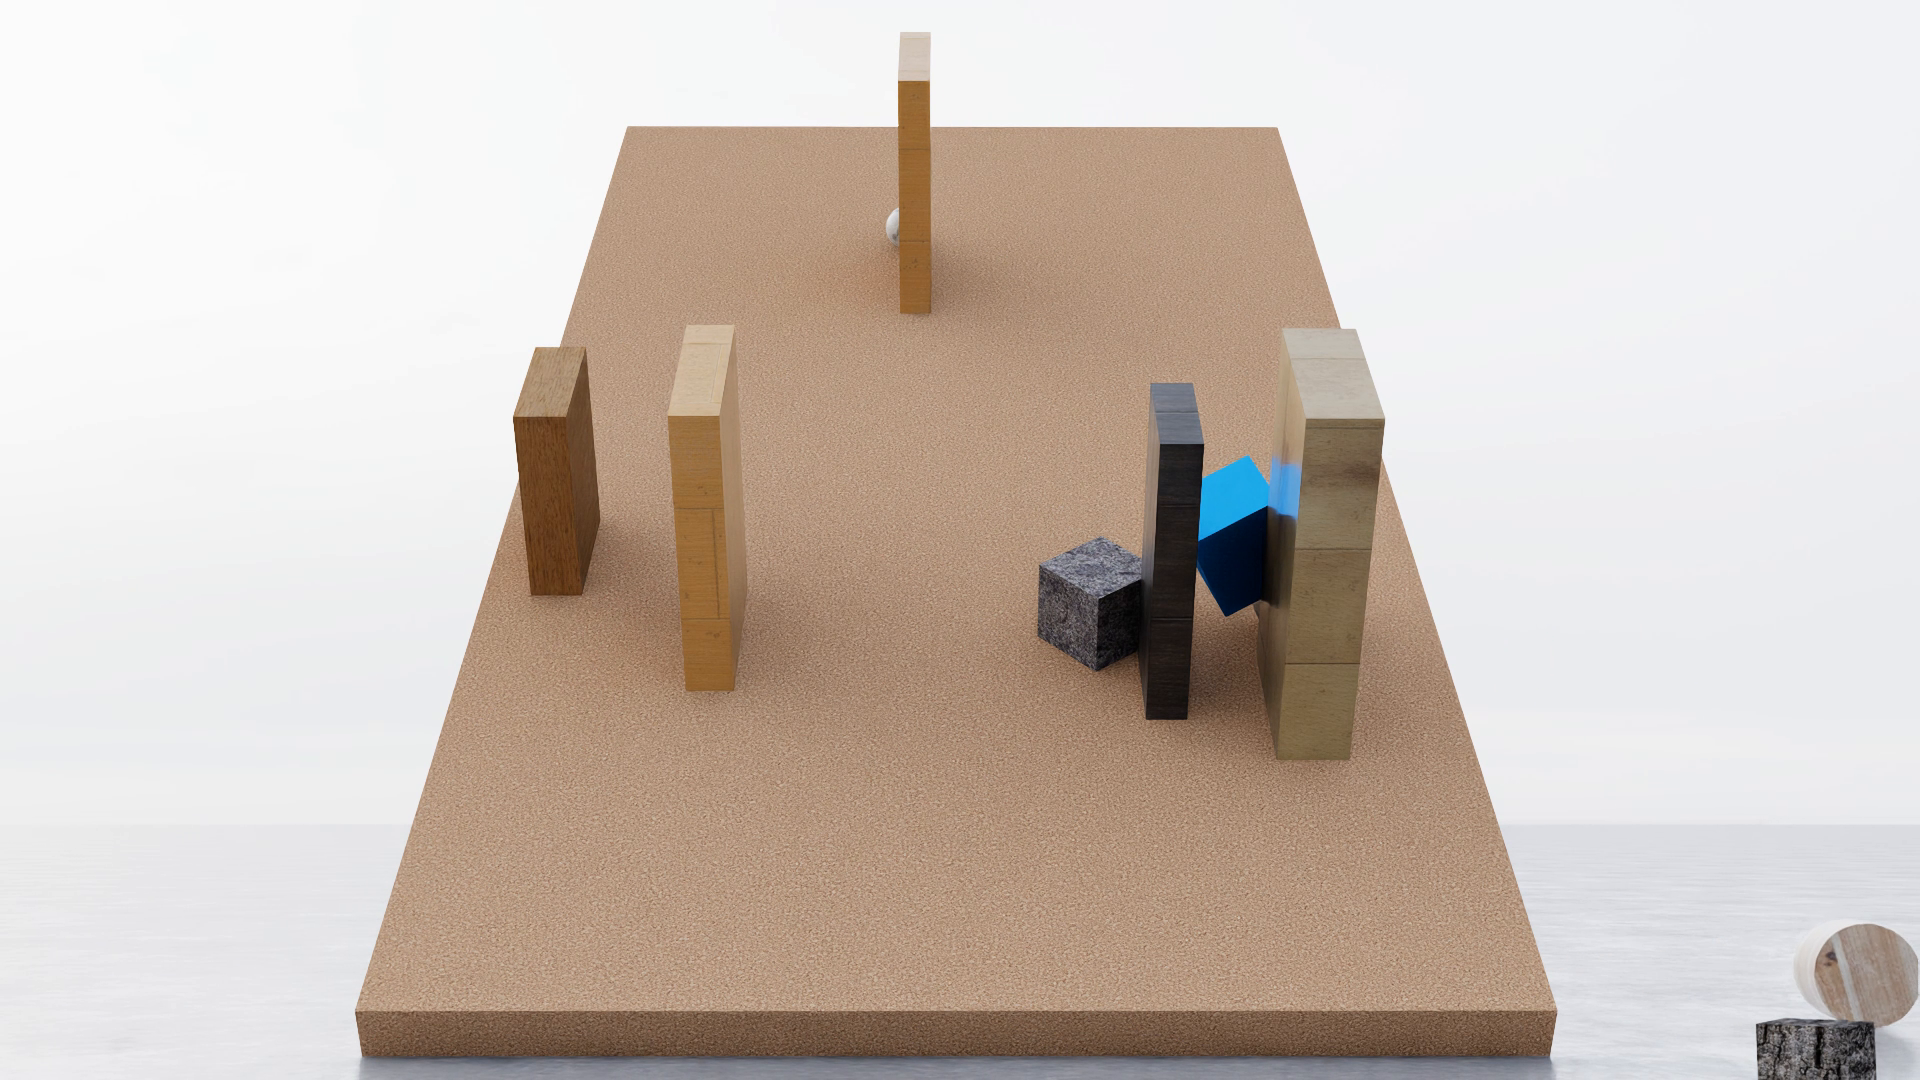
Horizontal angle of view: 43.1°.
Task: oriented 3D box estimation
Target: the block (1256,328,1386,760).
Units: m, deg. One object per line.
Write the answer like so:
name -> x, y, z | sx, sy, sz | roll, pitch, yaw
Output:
block -> 0.676, 0.011, 4.611 | 0.140, 0.739, 0.361 | 0, 31, 0

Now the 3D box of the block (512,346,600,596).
block -> -0.854, -0.148, 5.170 | 0.108, 0.428, 0.318 | 0, 31, 0

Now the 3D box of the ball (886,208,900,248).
ball -> -0.145, -0.857, 6.662 | 0.118, 0.118, 0.118 | 0, -7, 0

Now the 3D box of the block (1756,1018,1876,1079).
block -> 1.163, 0.717, 3.296 | 0.121, 0.121, 0.121 | -5, -8, 37

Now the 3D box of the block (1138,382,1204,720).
block -> 0.405, 0.026, 4.706 | 0.081, 0.615, 0.243 | 0, 31, 0

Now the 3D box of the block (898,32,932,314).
block -> -0.116, -0.956, 6.323 | 0.081, 0.635, 0.362 | 0, 31, 0

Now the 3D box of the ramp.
ramp -> -0.014, -0.202, 5.780 | 2.000, 0.100, 4.000 | 0, 31, 0

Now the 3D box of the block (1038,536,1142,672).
block -> 0.283, 0.129, 4.963 | 0.174, 0.174, 0.174 | -24, 38, -34

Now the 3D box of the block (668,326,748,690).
block -> -0.498, -0.064, 4.846 | 0.096, 0.620, 0.385 | 0, 31, 0

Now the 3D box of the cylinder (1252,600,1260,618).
cylinder -> 0.715, 0.108, 5.014 | 0.160, 0.160, 0.160 | -23, 7, -33

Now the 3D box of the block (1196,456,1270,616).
block -> 0.561, -0.009, 4.917 | 0.195, 0.195, 0.195 | -27, 32, 3

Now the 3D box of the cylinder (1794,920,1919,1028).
cylinder -> 1.748, 0.843, 4.739 | 0.197, 0.197, 0.197 | -1, -7, 8
